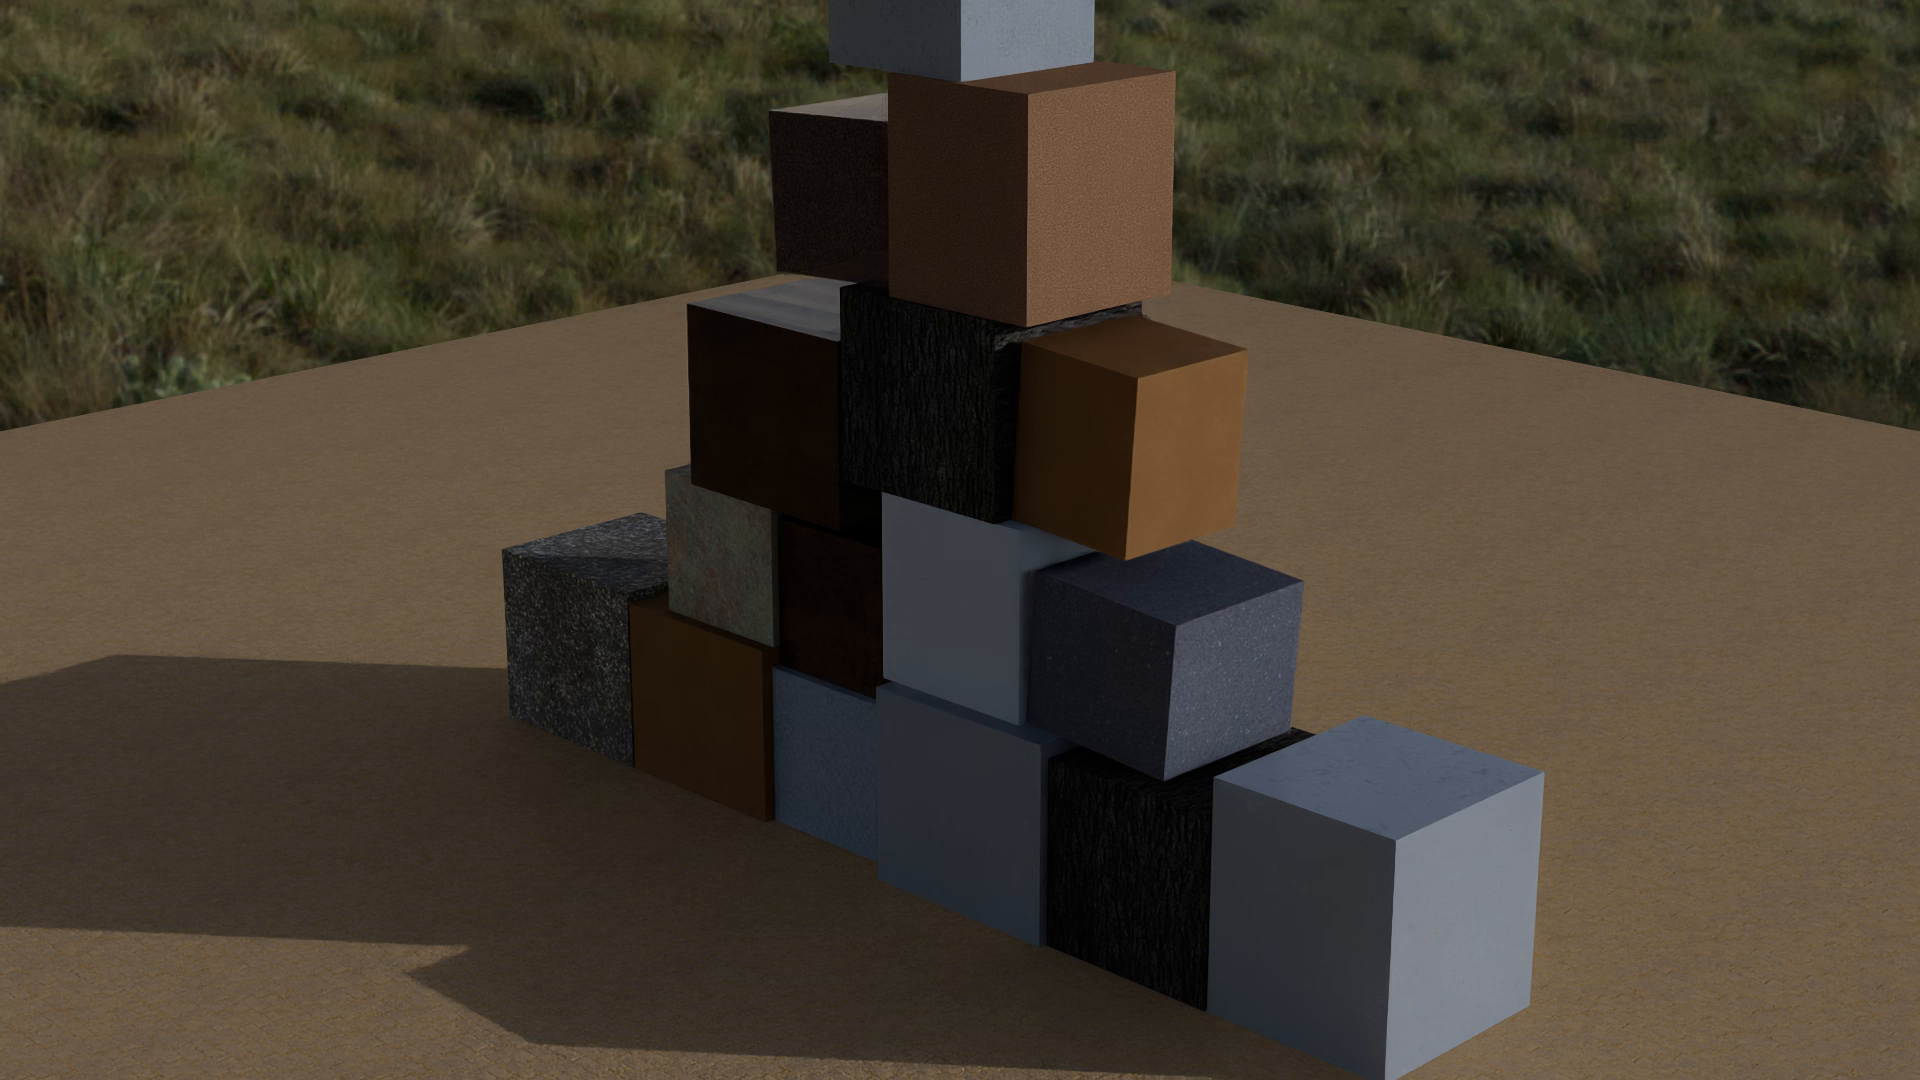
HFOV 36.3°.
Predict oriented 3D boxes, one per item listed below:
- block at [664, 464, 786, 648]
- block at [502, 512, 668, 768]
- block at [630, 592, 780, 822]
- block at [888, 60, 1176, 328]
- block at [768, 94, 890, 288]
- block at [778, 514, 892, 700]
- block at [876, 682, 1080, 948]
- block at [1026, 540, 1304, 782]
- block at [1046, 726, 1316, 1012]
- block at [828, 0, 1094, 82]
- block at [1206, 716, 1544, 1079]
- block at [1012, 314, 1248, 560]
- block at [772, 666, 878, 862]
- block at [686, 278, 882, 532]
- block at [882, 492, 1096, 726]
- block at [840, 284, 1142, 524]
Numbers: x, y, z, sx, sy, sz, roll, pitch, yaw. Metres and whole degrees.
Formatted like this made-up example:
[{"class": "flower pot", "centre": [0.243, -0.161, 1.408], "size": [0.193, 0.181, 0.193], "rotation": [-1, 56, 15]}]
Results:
[{"class": "block", "centre": [-0.854, -0.004, 14.261], "size": [0.841, 0.712, 0.768], "rotation": [-17, 24, -42]}, {"class": "block", "centre": [-1.675, 0.496, 15.229], "size": [0.925, 0.921, 1.023], "rotation": [-17, 24, -42]}, {"class": "block", "centre": [-0.936, 0.729, 14.571], "size": [0.977, 0.872, 0.987], "rotation": [-17, 24, -42]}, {"class": "block", "centre": [0.305, -1.523, 12.569], "size": [0.906, 0.965, 0.823], "rotation": [-17, 24, -42]}, {"class": "block", "centre": [-0.300, -1.581, 13.175], "size": [0.722, 0.726, 0.818], "rotation": [-17, 21, -42]}, {"class": "block", "centre": [-0.305, 0.245, 13.753], "size": [0.760, 0.730, 0.781], "rotation": [-17, 24, -42]}, {"class": "block", "centre": [0.364, 1.098, 13.285], "size": [1.076, 0.939, 1.016], "rotation": [-17, 24, -42]}, {"class": "block", "centre": [0.875, 0.478, 12.574], "size": [0.829, 0.698, 0.791], "rotation": [-17, 28, -42]}, {"class": "block", "centre": [1.056, 1.332, 12.652], "size": [1.024, 0.873, 0.895], "rotation": [-17, 24, -42]}, {"class": "block", "centre": [0.006, -2.413, 12.590], "size": [0.807, 0.721, 0.813], "rotation": [17, 24, 42]}, {"class": "block", "centre": [1.695, 1.445, 12.003], "size": [0.992, 1.045, 0.912], "rotation": [-17, 24, -42]}, {"class": "block", "centre": [0.718, -0.447, 12.428], "size": [0.699, 0.788, 0.653], "rotation": [-17, 28, -42]}, {"class": "block", "centre": [-0.293, 0.973, 13.950], "size": [0.834, 0.778, 0.844], "rotation": [-17, 24, -42]}, {"class": "block", "centre": [-0.569, -0.670, 13.734], "size": [0.952, 0.876, 1.034], "rotation": [-17, 24, -42]}, {"class": "block", "centre": [0.276, 0.195, 13.123], "size": [0.911, 0.881, 0.849], "rotation": [-17, 24, -42]}, {"class": "block", "centre": [0.135, -0.686, 12.986], "size": [0.922, 0.882, 0.952], "rotation": [-17, 24, -42]}]
